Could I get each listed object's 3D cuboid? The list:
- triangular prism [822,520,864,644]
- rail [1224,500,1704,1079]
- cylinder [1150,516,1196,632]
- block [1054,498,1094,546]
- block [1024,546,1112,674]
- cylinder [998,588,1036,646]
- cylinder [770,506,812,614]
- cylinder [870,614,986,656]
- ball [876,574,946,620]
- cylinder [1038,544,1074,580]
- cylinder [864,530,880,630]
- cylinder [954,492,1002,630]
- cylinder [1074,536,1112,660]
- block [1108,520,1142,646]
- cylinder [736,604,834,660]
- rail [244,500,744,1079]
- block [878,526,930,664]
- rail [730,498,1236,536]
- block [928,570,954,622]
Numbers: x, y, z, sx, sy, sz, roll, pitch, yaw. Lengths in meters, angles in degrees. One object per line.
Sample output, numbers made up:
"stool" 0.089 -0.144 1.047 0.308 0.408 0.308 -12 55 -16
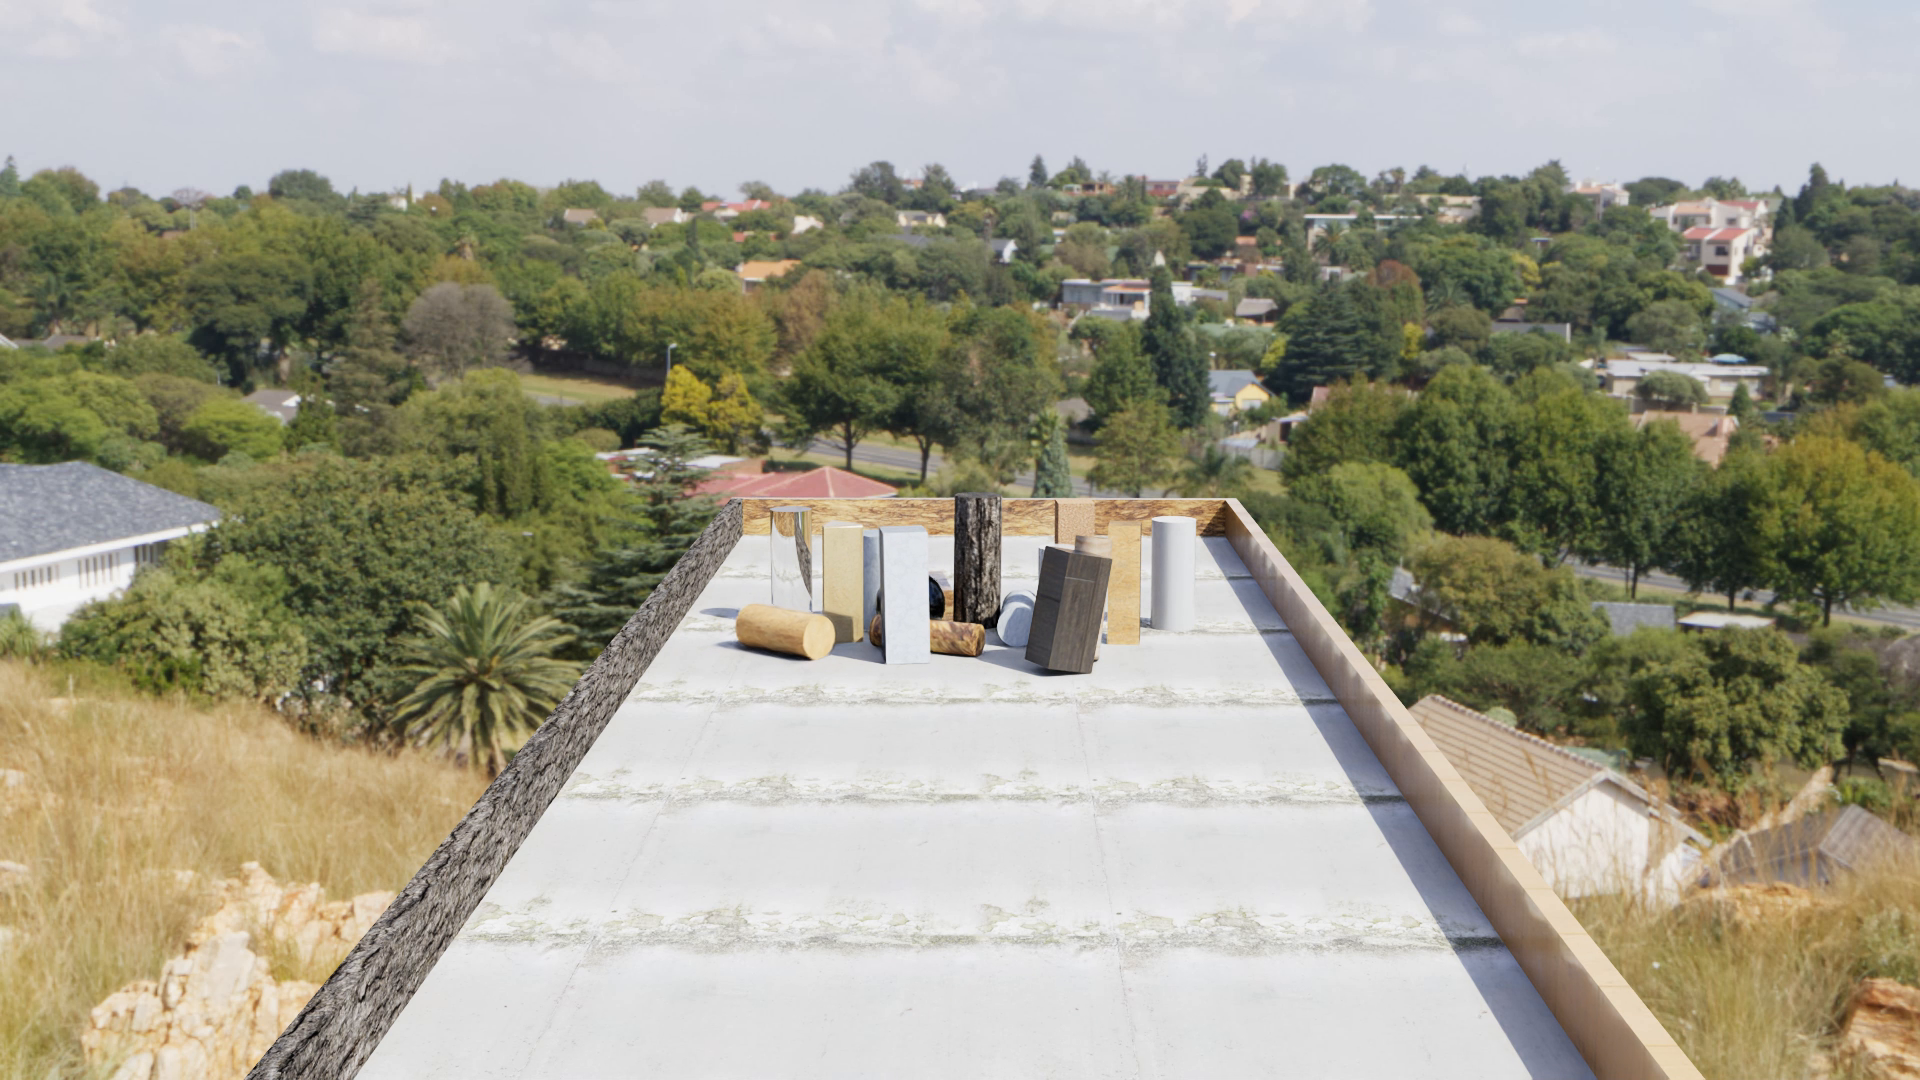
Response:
"triangular prism" -0.386 0.131 6.979 0.131 0.375 0.114 -3 10 -19
"rail" 1.046 0.843 3.208 0.050 0.150 12.000 0 9 1
"cylinder" 0.696 0.109 7.186 0.145 0.356 0.145 0 9 0
"block" 0.371 0.081 7.156 0.117 0.420 0.117 -1 9 -4
"block" 0.322 0.206 6.531 0.148 0.346 0.148 8 4 -27
"cylinder" 0.190 0.247 7.050 0.125 0.125 0.335 1 9 4
"cylinder" -0.554 0.088 7.226 0.137 0.384 0.137 0 9 0
"cylinder" -0.103 0.296 6.824 0.353 0.100 0.100 4 10 25
"ball" -0.158 0.204 7.005 0.224 0.224 0.224 0 9 0
"cylinder" 0.308 0.173 6.941 0.124 0.306 0.124 0 9 0
"cylinder" -0.252 0.130 7.201 0.174 0.310 0.174 0 9 0
"cylinder" 0.058 0.066 7.206 0.156 0.431 0.156 1 8 0
"cylinder" 0.388 0.174 6.693 0.115 0.367 0.115 7 1 0
"block" 0.519 0.135 6.946 0.100 0.379 0.100 1 9 7
"cylinder" -0.542 0.282 6.796 0.301 0.135 0.135 8 12 41
"rail" -1.004 0.839 3.234 0.050 0.150 12.000 0 9 1
"block" -0.169 0.165 6.673 0.133 0.401 0.133 -2 9 -8
"rail" 0.099 -0.098 9.147 2.100 0.150 0.050 0 9 1
"block" -0.108 0.201 7.313 0.133 0.133 0.374 -1 9 -6
